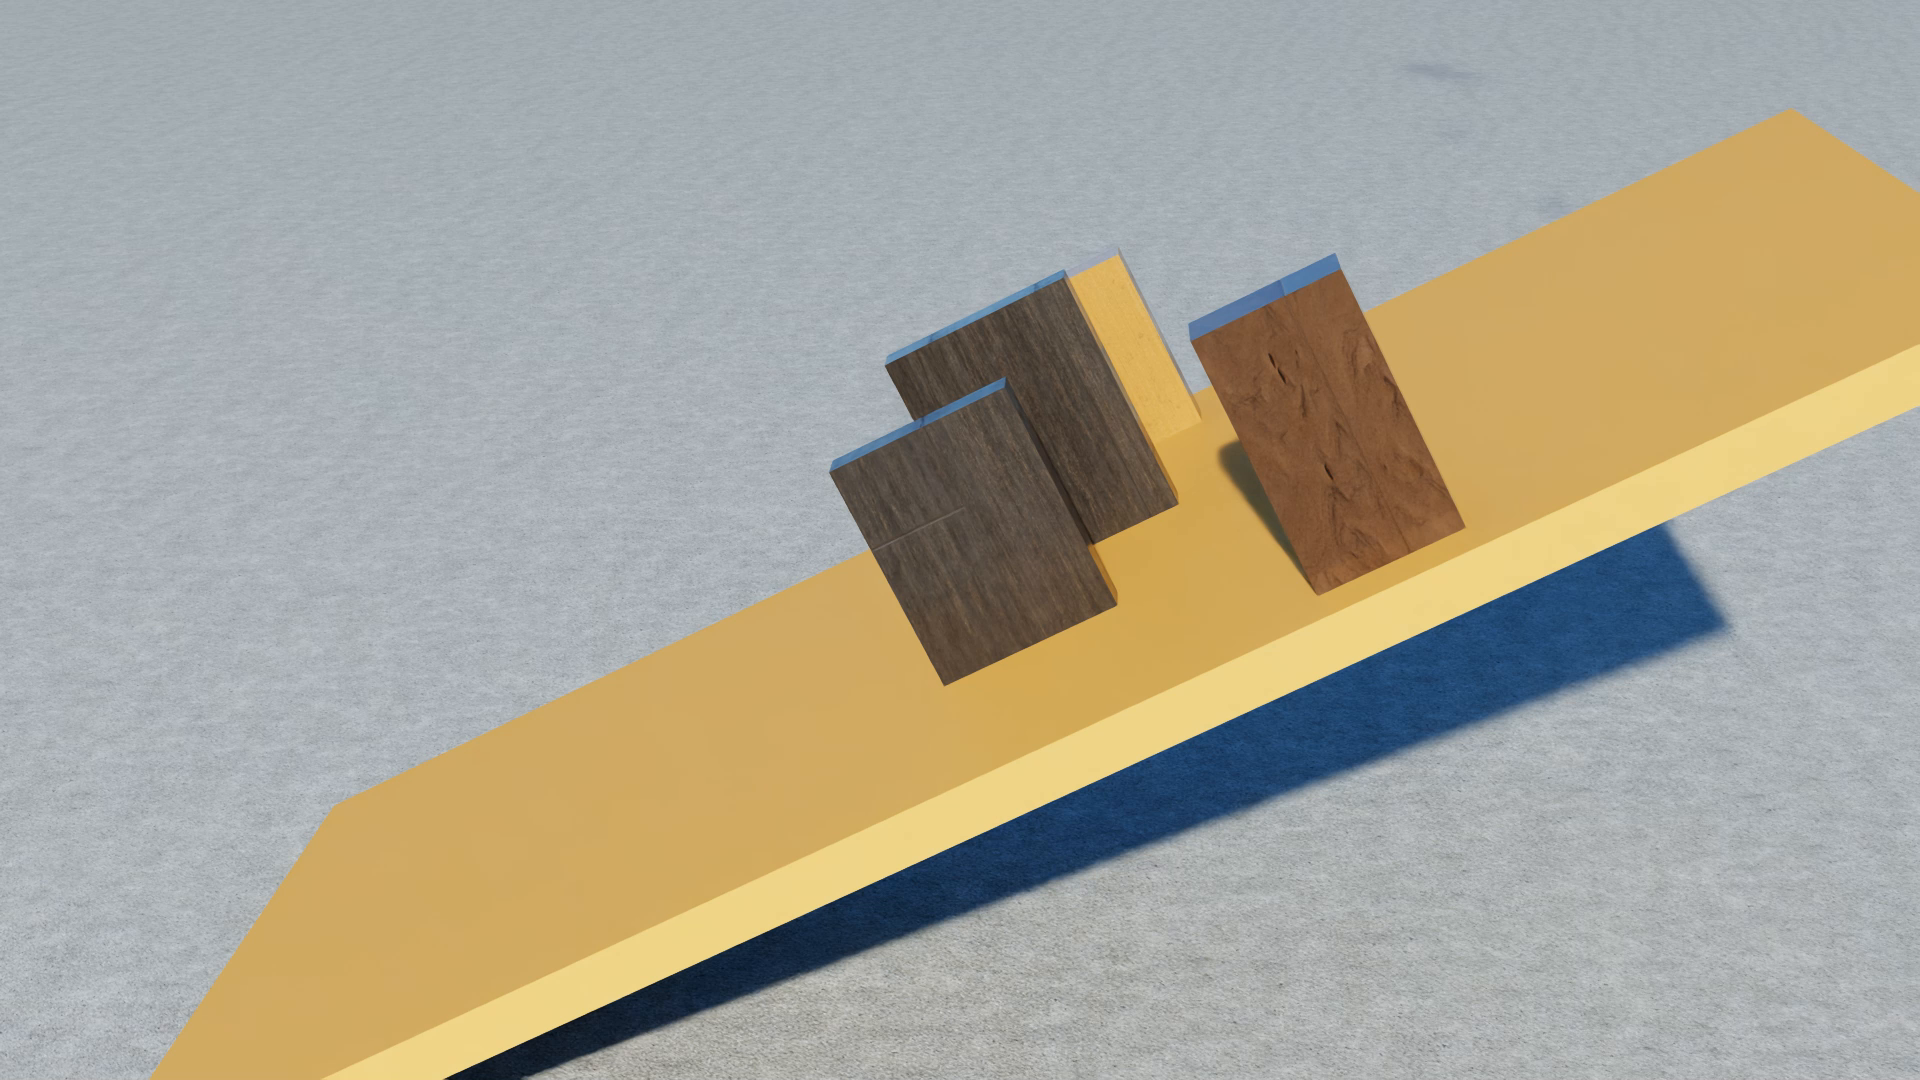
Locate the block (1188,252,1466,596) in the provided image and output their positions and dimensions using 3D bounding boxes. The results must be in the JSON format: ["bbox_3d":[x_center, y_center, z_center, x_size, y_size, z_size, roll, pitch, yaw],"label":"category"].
[{"bbox_3d":[0.661,-0.207,5.306,0.293,0.528,0.145,-25,14,10],"label":"block"}]

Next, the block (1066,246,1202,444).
[{"bbox_3d":[0.305,-0.405,6.898,0.364,0.442,0.104,-25,14,10],"label":"block"}]

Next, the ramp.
[{"bbox_3d":[0.139,0.168,6.281,4.000,0.100,2.000,-25,14,10],"label":"ramp"}]

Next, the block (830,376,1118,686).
[{"bbox_3d":[0.030,-0.014,5.882,0.389,0.500,0.089,-25,14,10],"label":"block"}]

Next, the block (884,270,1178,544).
[{"bbox_3d":[0.157,-0.237,6.335,0.427,0.554,0.092,-25,14,10],"label":"block"}]
